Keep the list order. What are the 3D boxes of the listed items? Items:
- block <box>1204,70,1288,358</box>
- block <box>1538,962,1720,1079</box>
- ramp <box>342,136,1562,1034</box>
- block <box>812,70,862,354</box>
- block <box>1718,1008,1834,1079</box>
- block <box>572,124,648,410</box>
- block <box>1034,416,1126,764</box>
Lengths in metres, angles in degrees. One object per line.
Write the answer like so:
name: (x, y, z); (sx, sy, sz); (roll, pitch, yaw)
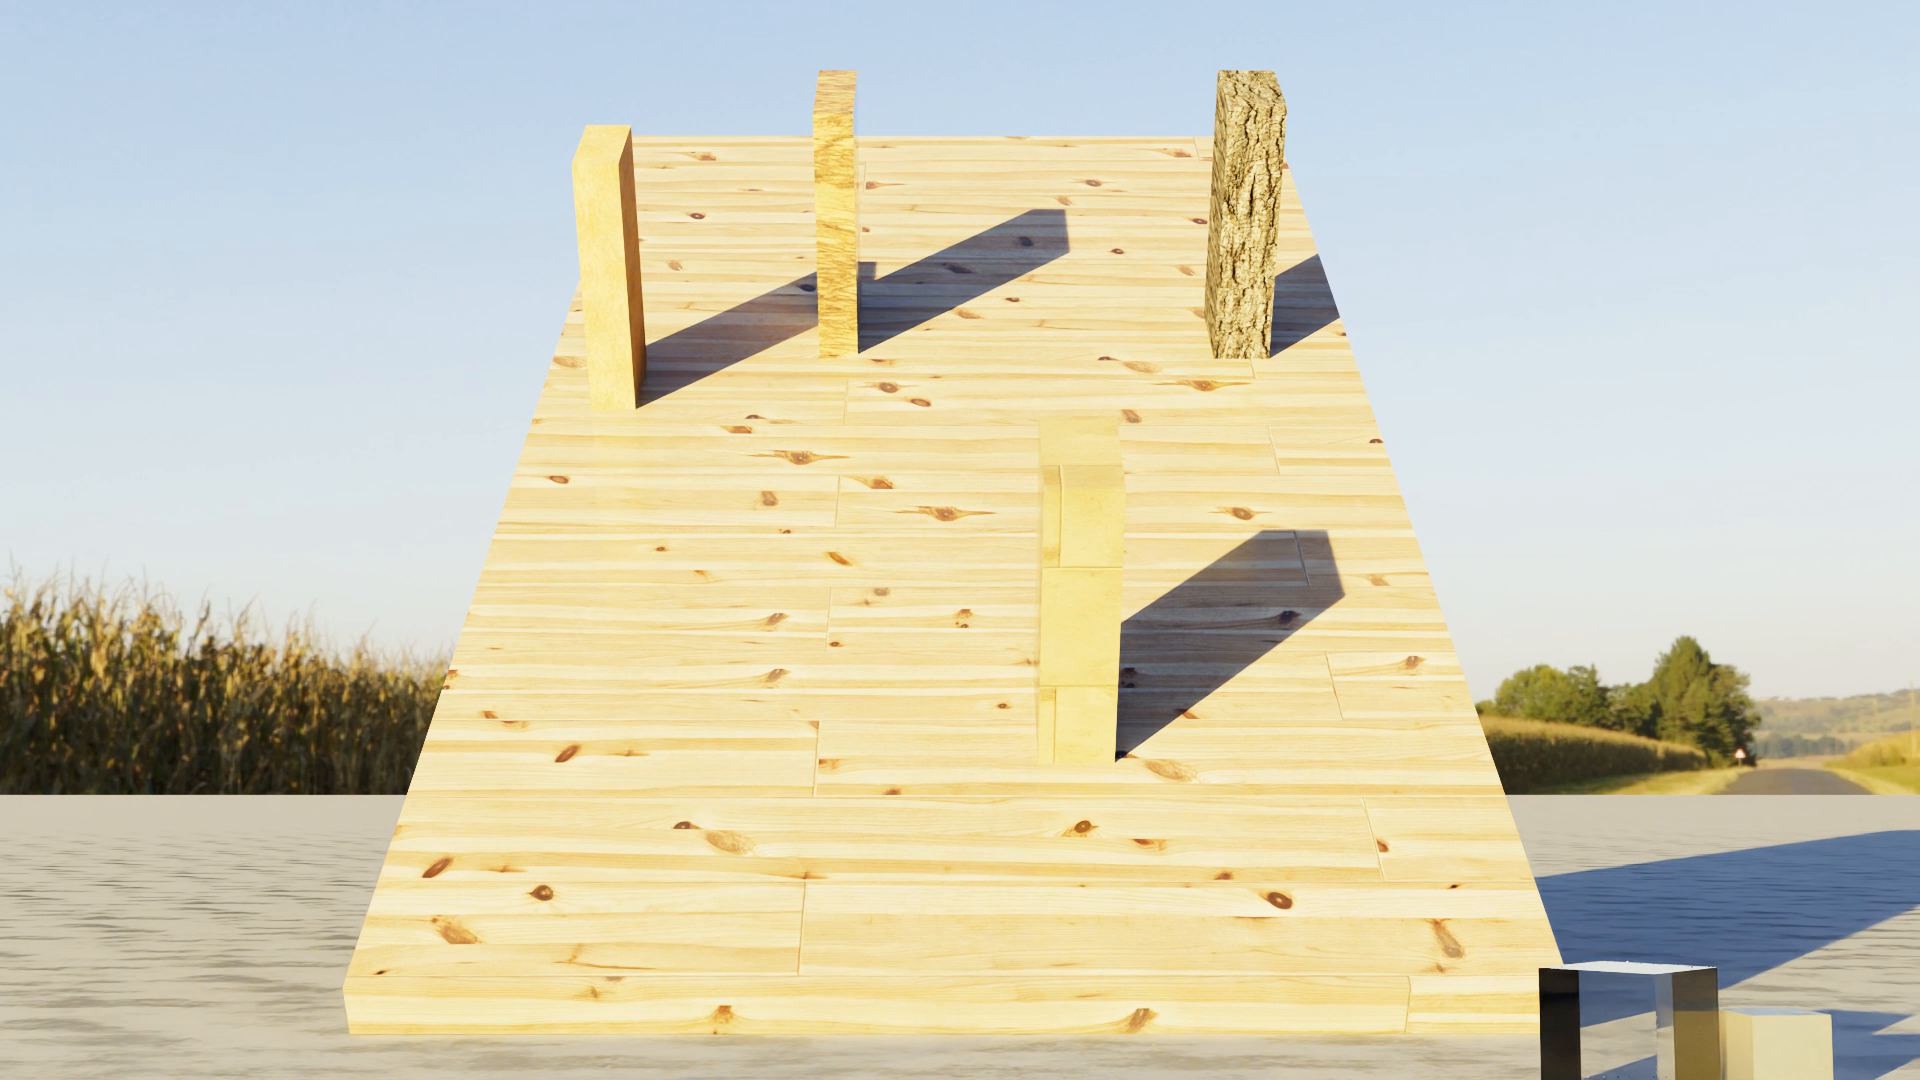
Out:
block: (0.702, -0.803, 5.966); (0.138, 0.656, 0.269); (0, 29, 0)
block: (0.882, 0.648, 3.172); (0.168, 0.168, 0.168); (-6, -8, 44)
ramp: (-0.013, -0.214, 5.686); (2.000, 0.100, 4.000); (0, 29, 0)
block: (-0.304, -0.817, 6.010); (0.095, 0.629, 0.319); (0, 29, 0)
block: (1.075, 0.678, 3.182); (0.109, 0.109, 0.109); (1, -6, -8)
block: (-0.828, -0.644, 5.712); (0.105, 0.619, 0.258); (0, 29, 0)
block: (0.216, 0.093, 4.456); (0.142, 0.579, 0.283); (0, 29, 0)
